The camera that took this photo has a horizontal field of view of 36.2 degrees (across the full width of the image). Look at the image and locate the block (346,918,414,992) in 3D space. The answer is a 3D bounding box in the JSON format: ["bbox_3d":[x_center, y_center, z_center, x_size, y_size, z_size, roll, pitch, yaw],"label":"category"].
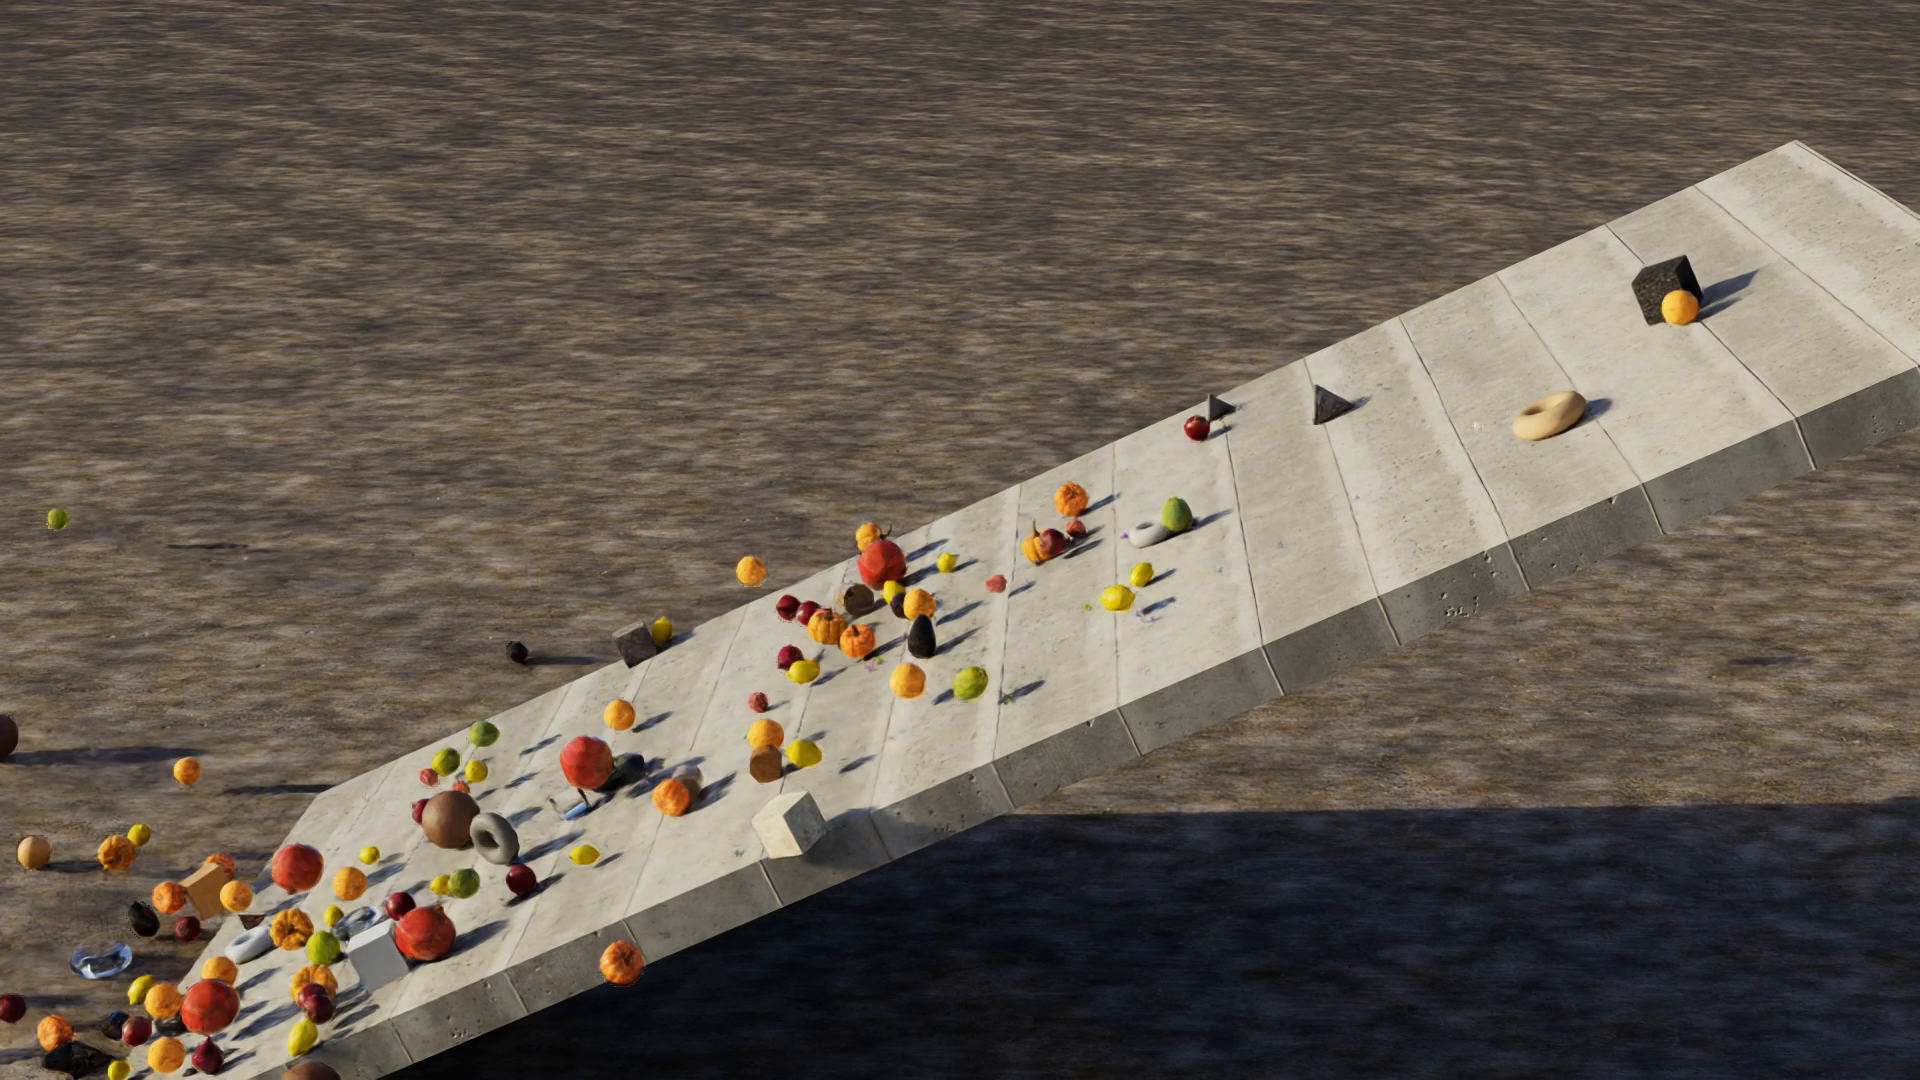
[{"bbox_3d":[-1.134,0.812,5.752,0.092,0.092,0.092,-26,13,-1],"label":"block"}]

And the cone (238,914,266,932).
[{"bbox_3d":[-1.562,0.842,6.523,0.058,0.058,0.058,-26,23,-15],"label":"cone"}]

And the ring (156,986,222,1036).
[{"bbox_3d":[-1.598,0.974,6.092,0.147,0.049,0.147,-26,12,6],"label":"ring"}]

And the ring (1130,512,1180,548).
[{"bbox_3d":[0.411,-0.022,6.201,0.115,0.038,0.115,-24,15,7],"label":"ring"}]

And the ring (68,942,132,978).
[{"bbox_3d":[-1.959,0.956,6.704,0.141,0.047,0.141,-5,15,1],"label":"ring"}]

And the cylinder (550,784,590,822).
[{"bbox_3d":[-0.827,0.556,6.235,0.060,0.060,0.060,-32,28,-22],"label":"cylinder"}]

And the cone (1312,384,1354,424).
[{"bbox_3d":[0.827,-0.297,6.477,0.092,0.092,0.092,3,16,2],"label":"cone"}]

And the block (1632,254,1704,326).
[{"bbox_3d":[1.446,-0.510,6.013,0.097,0.097,0.097,-17,16,34],"label":"block"}]

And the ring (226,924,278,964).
[{"bbox_3d":[-1.536,0.876,6.375,0.122,0.041,0.122,-23,14,6],"label":"ring"}]

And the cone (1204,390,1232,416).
[{"bbox_3d":[0.620,-0.311,6.946,0.067,0.067,0.067,19,10,-19],"label":"cone"}]

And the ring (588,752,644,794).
[{"bbox_3d":[-0.738,0.501,6.323,0.131,0.044,0.131,-25,14,7],"label":"ring"}]

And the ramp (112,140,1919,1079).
[{"bbox_3d":[0.135,0.169,6.282,4.000,0.100,2.000,-24,13,9],"label":"ramp"}]

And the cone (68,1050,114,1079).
[{"bbox_3d":[-1.792,1.077,6.101,0.083,0.083,0.083,-25,20,-8],"label":"cone"}]

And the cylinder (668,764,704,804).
[{"bbox_3d":[-0.555,0.494,5.953,0.065,0.065,0.065,1,15,2],"label":"cylinder"}]

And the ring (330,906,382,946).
[{"bbox_3d":[-1.261,0.805,6.135,0.118,0.039,0.118,-26,14,7],"label":"ring"}]

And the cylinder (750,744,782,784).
[{"bbox_3d":[-0.385,0.443,5.834,0.062,0.062,0.062,-1,13,-2],"label":"cylinder"}]

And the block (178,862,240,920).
[{"bbox_3d":[-1.761,0.822,6.898,0.092,0.092,0.092,-35,15,-24],"label":"block"}]

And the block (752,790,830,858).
[{"bbox_3d":[-0.309,0.518,5.356,0.084,0.084,0.084,-12,20,42],"label":"block"}]

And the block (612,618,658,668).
[{"bbox_3d":[-0.808,0.257,7.313,0.082,0.082,0.082,-27,13,-4],"label":"block"}]

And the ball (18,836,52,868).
[{"bbox_3d":[-2.296,0.774,7.294,0.081,0.081,0.081,0,16,0],"label":"ball"}]

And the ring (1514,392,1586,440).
[{"bbox_3d":[1.134,-0.239,5.655,0.149,0.050,0.149,-26,12,6],"label":"ring"}]

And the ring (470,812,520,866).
[{"bbox_3d":[-0.963,0.618,6.087,0.122,0.122,0.041,11,31,34],"label":"ring"}]

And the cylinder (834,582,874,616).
[{"bbox_3d":[-0.242,0.135,6.742,0.073,0.073,0.073,-5,6,-19],"label":"cylinder"}]
